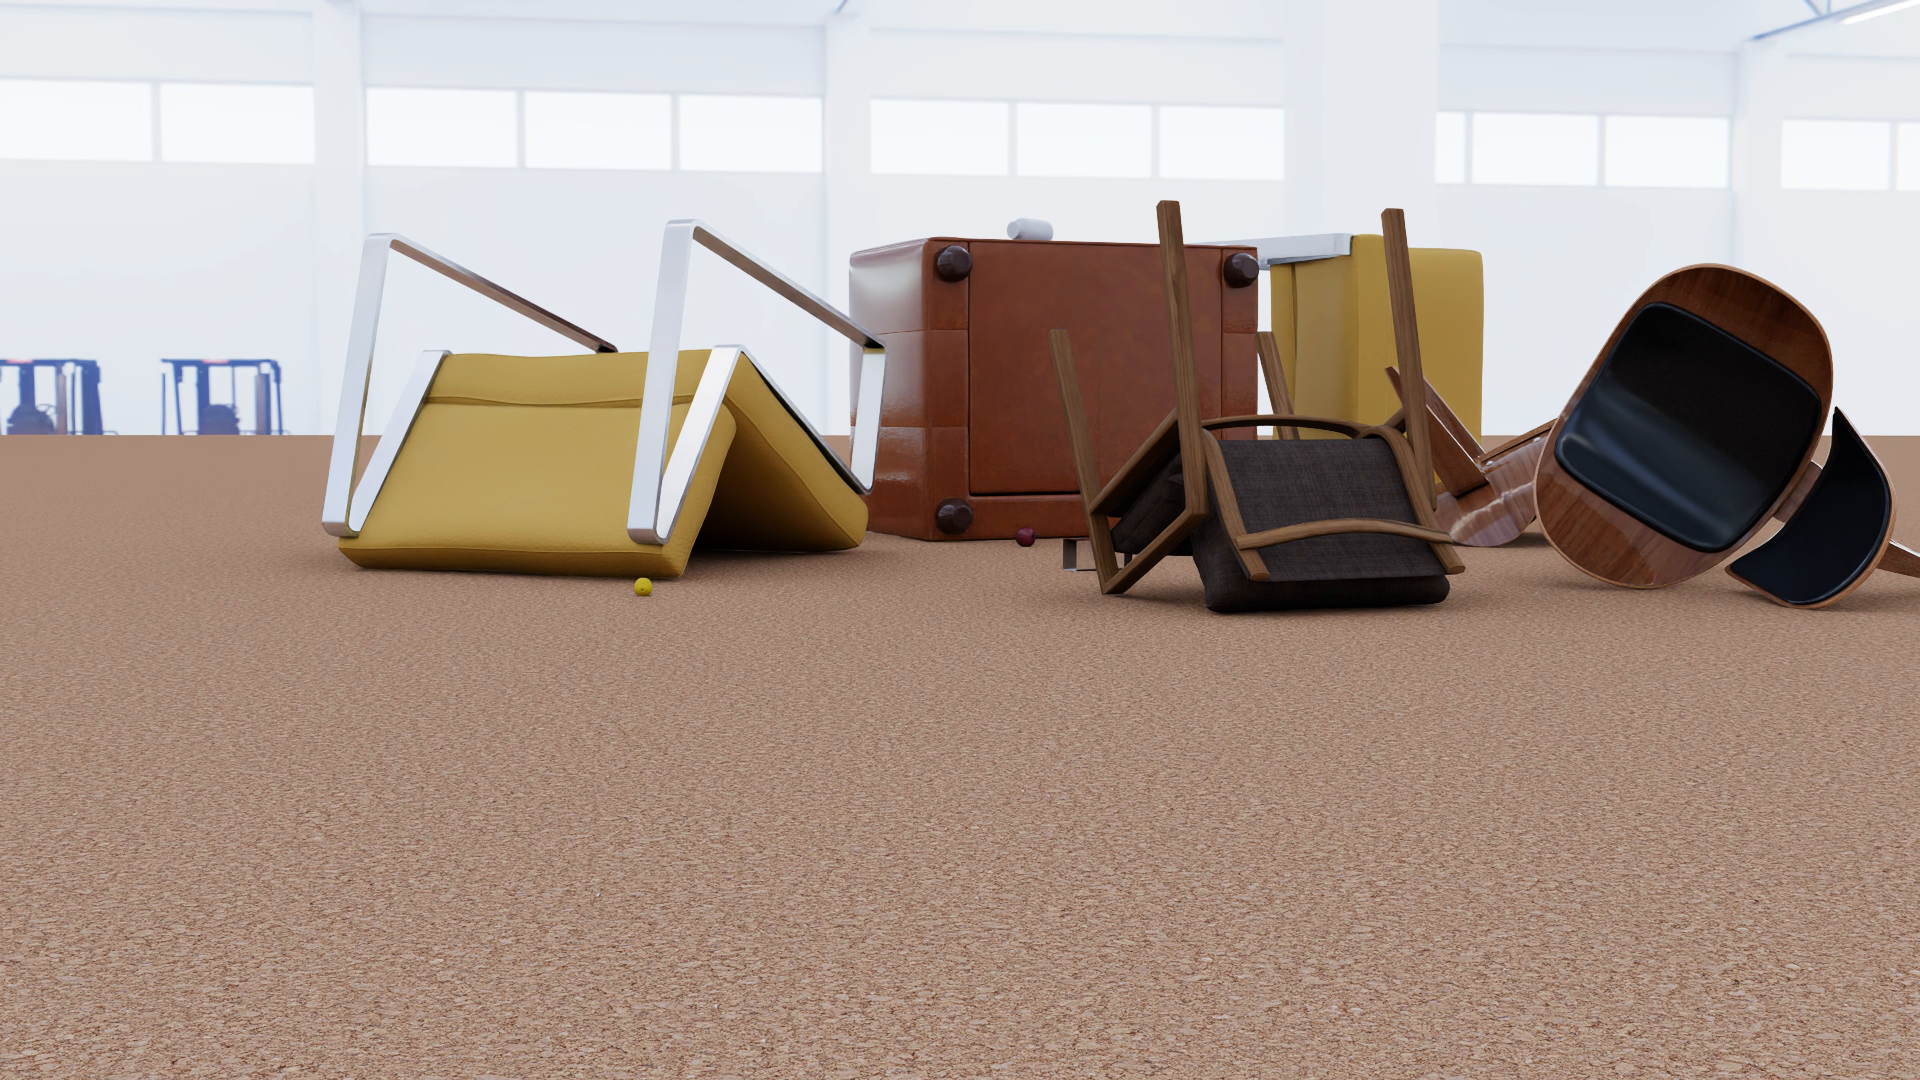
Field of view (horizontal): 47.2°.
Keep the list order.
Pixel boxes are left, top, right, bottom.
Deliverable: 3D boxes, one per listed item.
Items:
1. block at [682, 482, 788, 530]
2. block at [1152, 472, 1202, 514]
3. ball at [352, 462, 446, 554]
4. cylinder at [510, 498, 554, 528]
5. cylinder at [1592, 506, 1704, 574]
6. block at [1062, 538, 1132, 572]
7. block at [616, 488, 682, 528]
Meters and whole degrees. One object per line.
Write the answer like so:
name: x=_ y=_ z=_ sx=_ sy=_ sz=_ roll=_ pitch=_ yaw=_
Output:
block: x=-0.729 y=-0.113 z=7.156 sx=0.298 sy=0.141 sz=0.195 roll=1 pitch=4 yaw=13
block: x=0.787 y=-0.170 z=7.971 sx=0.135 sy=0.143 sz=0.218 roll=-1 pitch=4 yaw=-8
ball: x=-1.531 y=-0.086 z=5.998 sx=0.248 sy=0.248 sz=0.248 roll=0 pitch=4 yaw=0
cylinder: x=-1.393 y=-0.090 z=7.165 sx=0.147 sy=0.094 sz=0.092 roll=1 pitch=4 yaw=8
cylinder: x=1.713 y=-0.002 z=5.486 sx=0.230 sy=0.150 sz=0.276 roll=-3 pitch=5 yaw=-39
block: x=0.343 y=0.035 z=5.480 sx=0.152 sy=0.075 sz=0.082 roll=-2 pitch=4 yaw=-21
block: x=-1.018 y=-0.104 z=7.183 sx=0.170 sy=0.121 sz=0.195 roll=-2 pitch=4 yaw=-22
